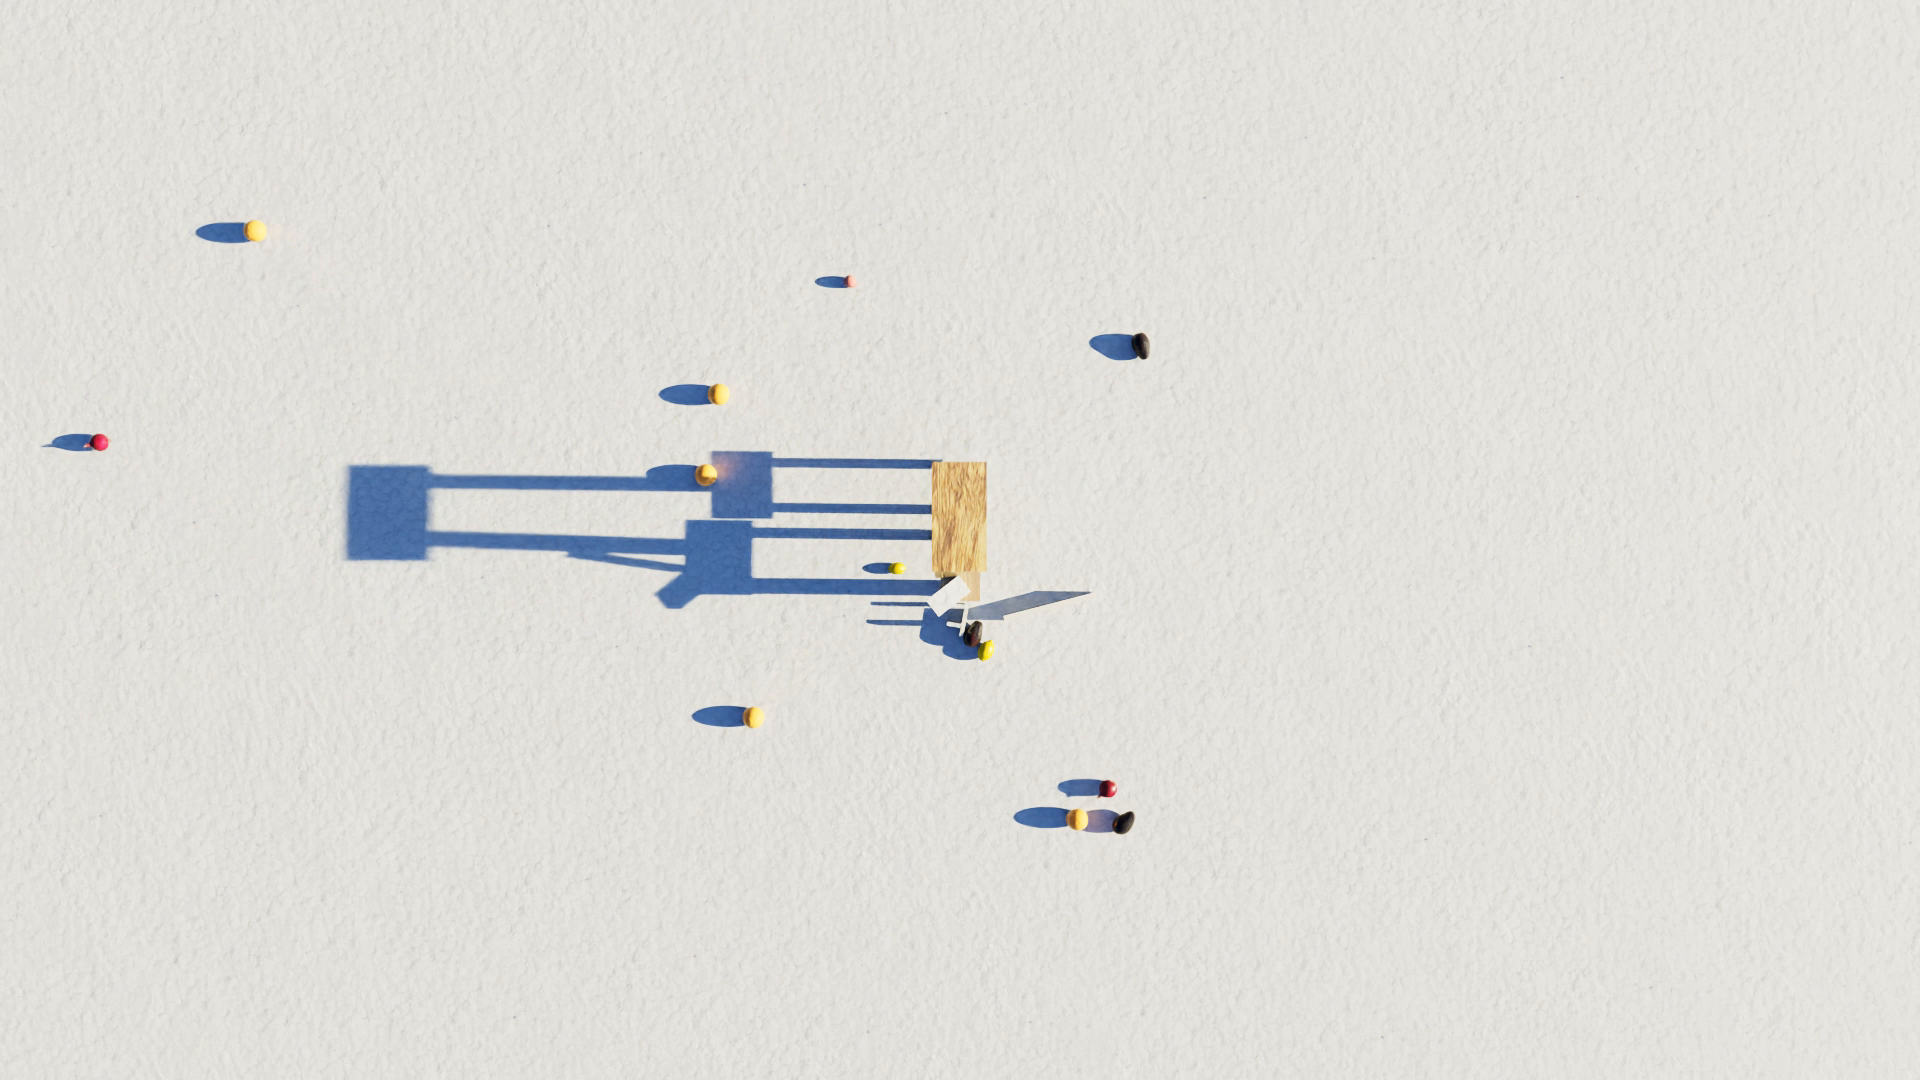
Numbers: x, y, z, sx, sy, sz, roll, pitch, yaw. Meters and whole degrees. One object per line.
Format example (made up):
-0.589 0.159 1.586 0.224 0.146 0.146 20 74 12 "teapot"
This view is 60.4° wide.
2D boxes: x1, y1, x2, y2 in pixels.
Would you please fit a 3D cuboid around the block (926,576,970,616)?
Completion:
-0.036 0.177 5.204 0.130 0.018 0.065 -38 90 0 "block"

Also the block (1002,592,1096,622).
0.296 0.220 5.468 0.312 0.065 0.018 -14 90 0 "block"

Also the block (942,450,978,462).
0.001 -0.175 5.257 0.113 0.032 0.227 0 90 0 "block"

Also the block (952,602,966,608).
-0.005 0.216 5.455 0.045 0.091 0.013 4 90 0 "block"

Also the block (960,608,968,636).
0.013 0.274 5.477 0.013 0.045 0.091 11 90 2 "block"

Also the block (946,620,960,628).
-0.021 0.278 5.455 0.045 0.091 0.013 10 90 0 "block"

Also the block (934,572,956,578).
-0.047 0.086 5.149 0.065 0.130 0.018 -3 69 0 "block"

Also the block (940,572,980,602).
0.001 0.068 5.231 0.126 0.036 0.251 0 90 0 "block"

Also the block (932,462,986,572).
-0.002 -0.068 4.866 0.162 0.046 0.323 0 89 0 "block"
